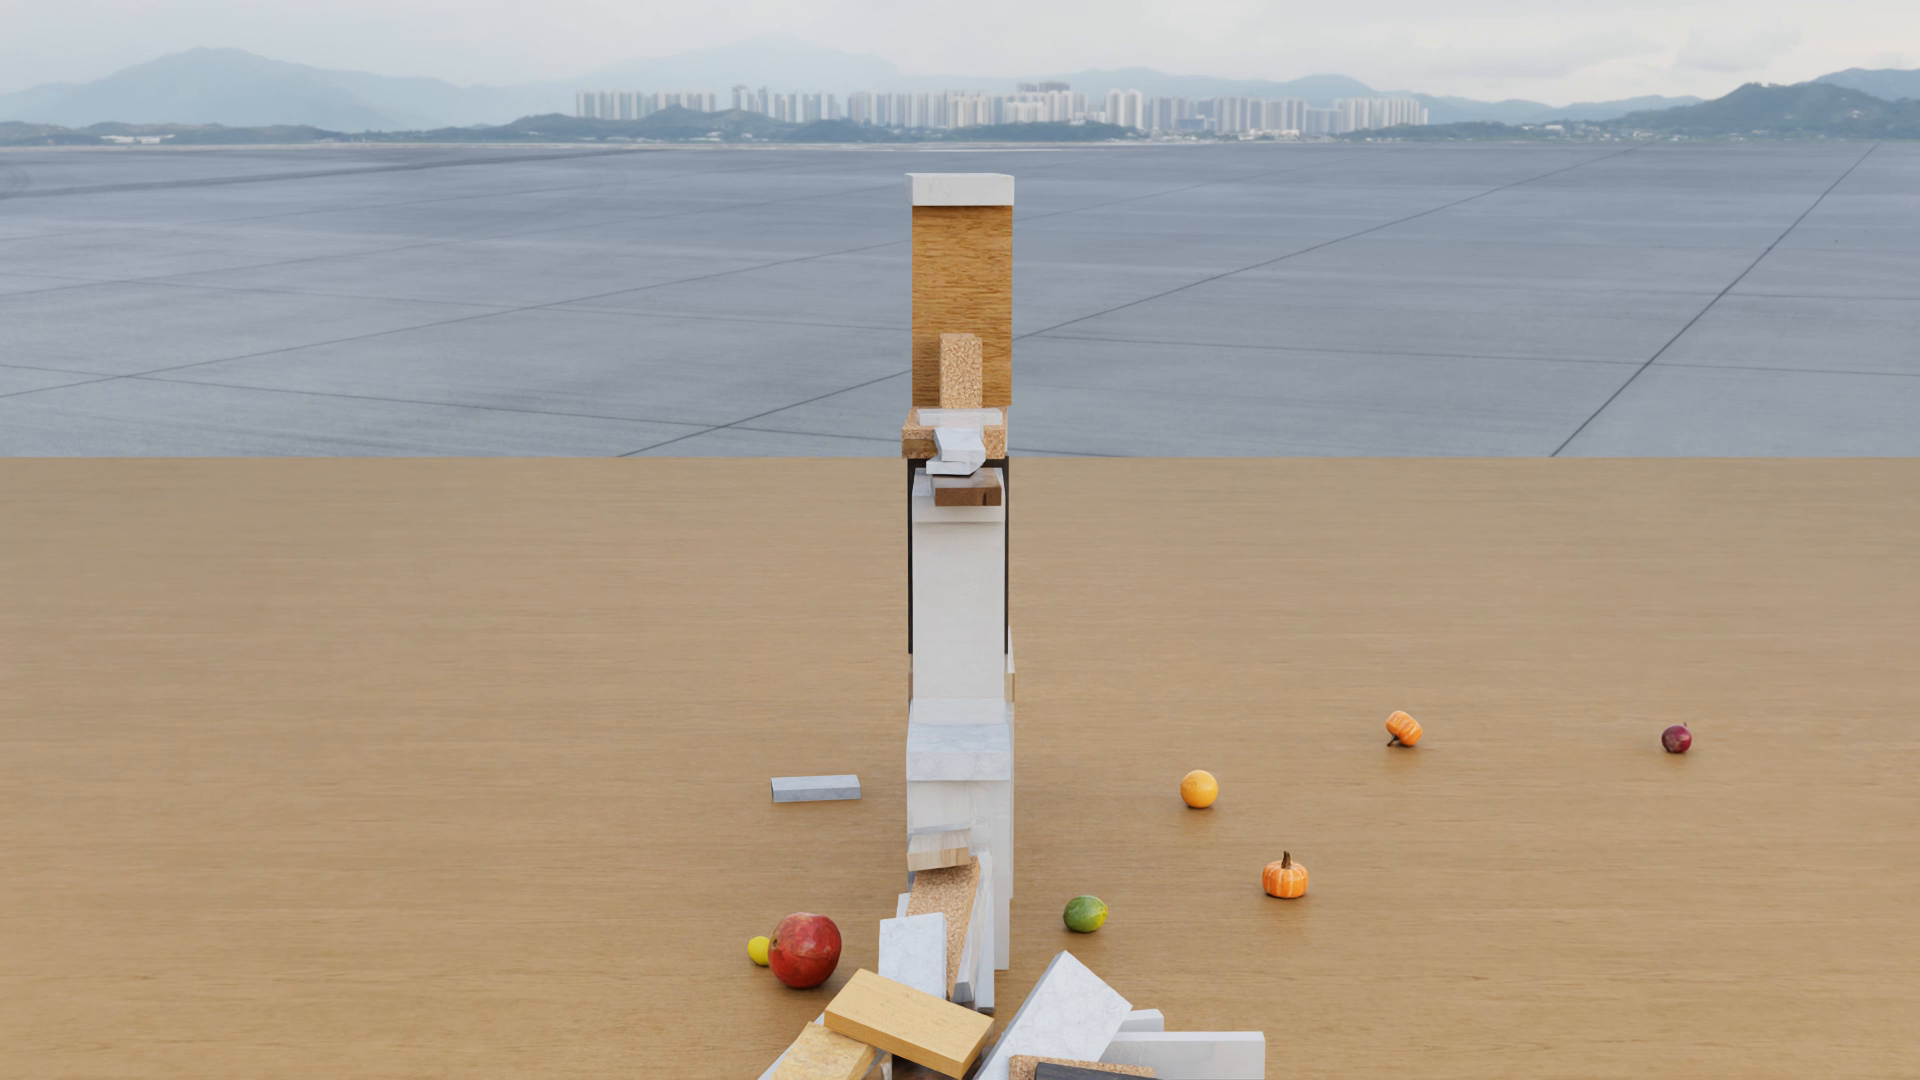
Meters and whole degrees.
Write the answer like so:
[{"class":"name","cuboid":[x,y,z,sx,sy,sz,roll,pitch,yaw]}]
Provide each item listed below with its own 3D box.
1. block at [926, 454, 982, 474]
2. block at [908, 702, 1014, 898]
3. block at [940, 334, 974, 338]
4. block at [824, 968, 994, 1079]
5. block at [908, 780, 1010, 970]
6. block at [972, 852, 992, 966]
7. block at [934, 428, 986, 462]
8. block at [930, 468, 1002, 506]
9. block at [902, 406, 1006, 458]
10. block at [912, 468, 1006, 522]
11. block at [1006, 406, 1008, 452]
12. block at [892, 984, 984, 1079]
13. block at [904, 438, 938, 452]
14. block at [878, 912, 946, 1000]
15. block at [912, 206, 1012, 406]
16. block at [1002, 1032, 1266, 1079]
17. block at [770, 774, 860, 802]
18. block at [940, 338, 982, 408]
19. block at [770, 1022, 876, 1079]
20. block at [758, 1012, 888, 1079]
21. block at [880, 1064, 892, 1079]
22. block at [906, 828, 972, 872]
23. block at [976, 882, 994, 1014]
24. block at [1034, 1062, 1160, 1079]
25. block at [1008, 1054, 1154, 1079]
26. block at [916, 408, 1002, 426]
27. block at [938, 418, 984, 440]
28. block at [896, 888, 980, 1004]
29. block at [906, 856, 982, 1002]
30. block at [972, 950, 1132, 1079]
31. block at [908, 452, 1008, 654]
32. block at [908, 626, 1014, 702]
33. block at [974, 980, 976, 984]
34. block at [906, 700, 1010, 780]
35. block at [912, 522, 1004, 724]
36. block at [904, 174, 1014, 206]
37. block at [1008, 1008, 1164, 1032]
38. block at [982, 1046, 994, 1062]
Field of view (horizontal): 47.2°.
[{"class":"block","cuboid":[-0.008,-0.118,3.377,0.066,0.019,0.132,1,9,9]},{"class":"block","cuboid":[0.002,0.421,3.638,0.172,0.344,0.049,0,11,0]},{"class":"block","cuboid":[-0.005,-0.340,3.759,0.058,0.016,0.116,0,11,1]},{"class":"block","cuboid":[-0.065,0.613,2.795,0.193,0.027,0.097,17,29,20]},{"class":"block","cuboid":[-0.002,0.497,3.330,0.153,0.307,0.043,0,10,0]},{"class":"block","cuboid":[-0.013,0.537,3.184,0.096,0.027,0.192,-3,44,14]},{"class":"block","cuboid":[-0.001,-0.146,3.369,0.066,0.019,0.132,1,17,-7]},{"class":"block","cuboid":[0.008,-0.081,3.304,0.097,0.027,0.194,-1,11,-3]},{"class":"block","cuboid":[-0.006,-0.186,3.740,0.167,0.047,0.334,0,11,2]},{"class":"block","cuboid":[-0.002,-0.073,3.445,0.140,0.040,0.280,0,11,0]},{"class":"block","cuboid":[0.001,-0.327,4.121,0.175,0.610,0.050,0,10,1]},{"class":"block","cuboid":[-0.031,0.656,2.909,0.113,0.032,0.312,-10,10,0]},{"class":"block","cuboid":[-0.041,-0.150,3.491,0.066,0.019,0.132,-1,4,-15]},{"class":"block","cuboid":[-0.063,0.580,2.915,0.087,0.025,0.174,-9,48,10]},{"class":"block","cuboid":[0.004,-0.414,3.881,0.175,0.350,0.050,0,6,1]},{"class":"block","cuboid":[0.223,0.691,2.847,0.338,0.102,0.029,0,10,0]},{"class":"block","cuboid":[-0.277,0.476,4.218,0.166,0.023,0.083,-1,11,-8]},{"class":"block","cuboid":[0.002,-0.271,3.691,0.068,0.137,0.019,-1,11,-5]},{"class":"block","cuboid":[-0.196,0.697,2.753,0.097,0.027,0.194,9,44,31]},{"class":"block","cuboid":[-0.169,0.669,2.829,0.099,0.028,0.197,26,60,41]},{"class":"block","cuboid":[-0.039,0.729,2.841,0.102,0.029,0.204,-2,11,-9]},{"class":"block","cuboid":[-0.028,0.449,3.194,0.087,0.025,0.174,-7,1,2]},{"class":"block","cuboid":[0.001,0.594,3.209,0.096,0.192,0.027,0,-32,0]},{"class":"block","cuboid":[0.221,0.707,2.680,0.268,0.099,0.028,8,-31,-1]},{"class":"block","cuboid":[0.152,0.697,2.734,0.186,0.093,0.026,10,-26,-18]},{"class":"block","cuboid":[-0.001,-0.205,3.657,0.137,0.019,0.068,-1,11,-5]},{"class":"block","cuboid":[0.001,-0.178,3.512,0.068,0.019,0.137,0,10,-1]},{"class":"block","cuboid":[-0.035,0.566,3.067,0.113,0.032,0.227,-9,25,8]},{"class":"block","cuboid":[-0.035,0.540,3.053,0.087,0.025,0.305,-7,26,12]},{"class":"block","cuboid":[0.112,0.644,2.775,0.227,0.113,0.032,-51,2,-31]},{"class":"block","cuboid":[-0.003,0.022,3.665,0.167,0.334,0.047,0,11,0]},{"class":"block","cuboid":[0.002,0.207,3.715,0.172,0.049,0.344,0,11,0]},{"class":"block","cuboid":[-0.008,0.647,3.131,0.059,0.017,0.117,-5,44,5]},{"class":"block","cuboid":[-0.002,0.306,3.397,0.153,0.043,0.307,0,10,0]},{"class":"block","cuboid":[-0.002,0.122,3.386,0.140,0.322,0.040,0,10,0]},{"class":"block","cuboid":[-0.006,-0.632,3.957,0.175,0.050,0.350,-1,10,-4]},{"class":"block","cuboid":[0.166,0.681,2.901,0.204,0.102,0.029,-2,11,-12]},{"class":"block","cuboid":[0.002,0.702,2.835,0.093,0.026,0.186,1,11,3]}]
